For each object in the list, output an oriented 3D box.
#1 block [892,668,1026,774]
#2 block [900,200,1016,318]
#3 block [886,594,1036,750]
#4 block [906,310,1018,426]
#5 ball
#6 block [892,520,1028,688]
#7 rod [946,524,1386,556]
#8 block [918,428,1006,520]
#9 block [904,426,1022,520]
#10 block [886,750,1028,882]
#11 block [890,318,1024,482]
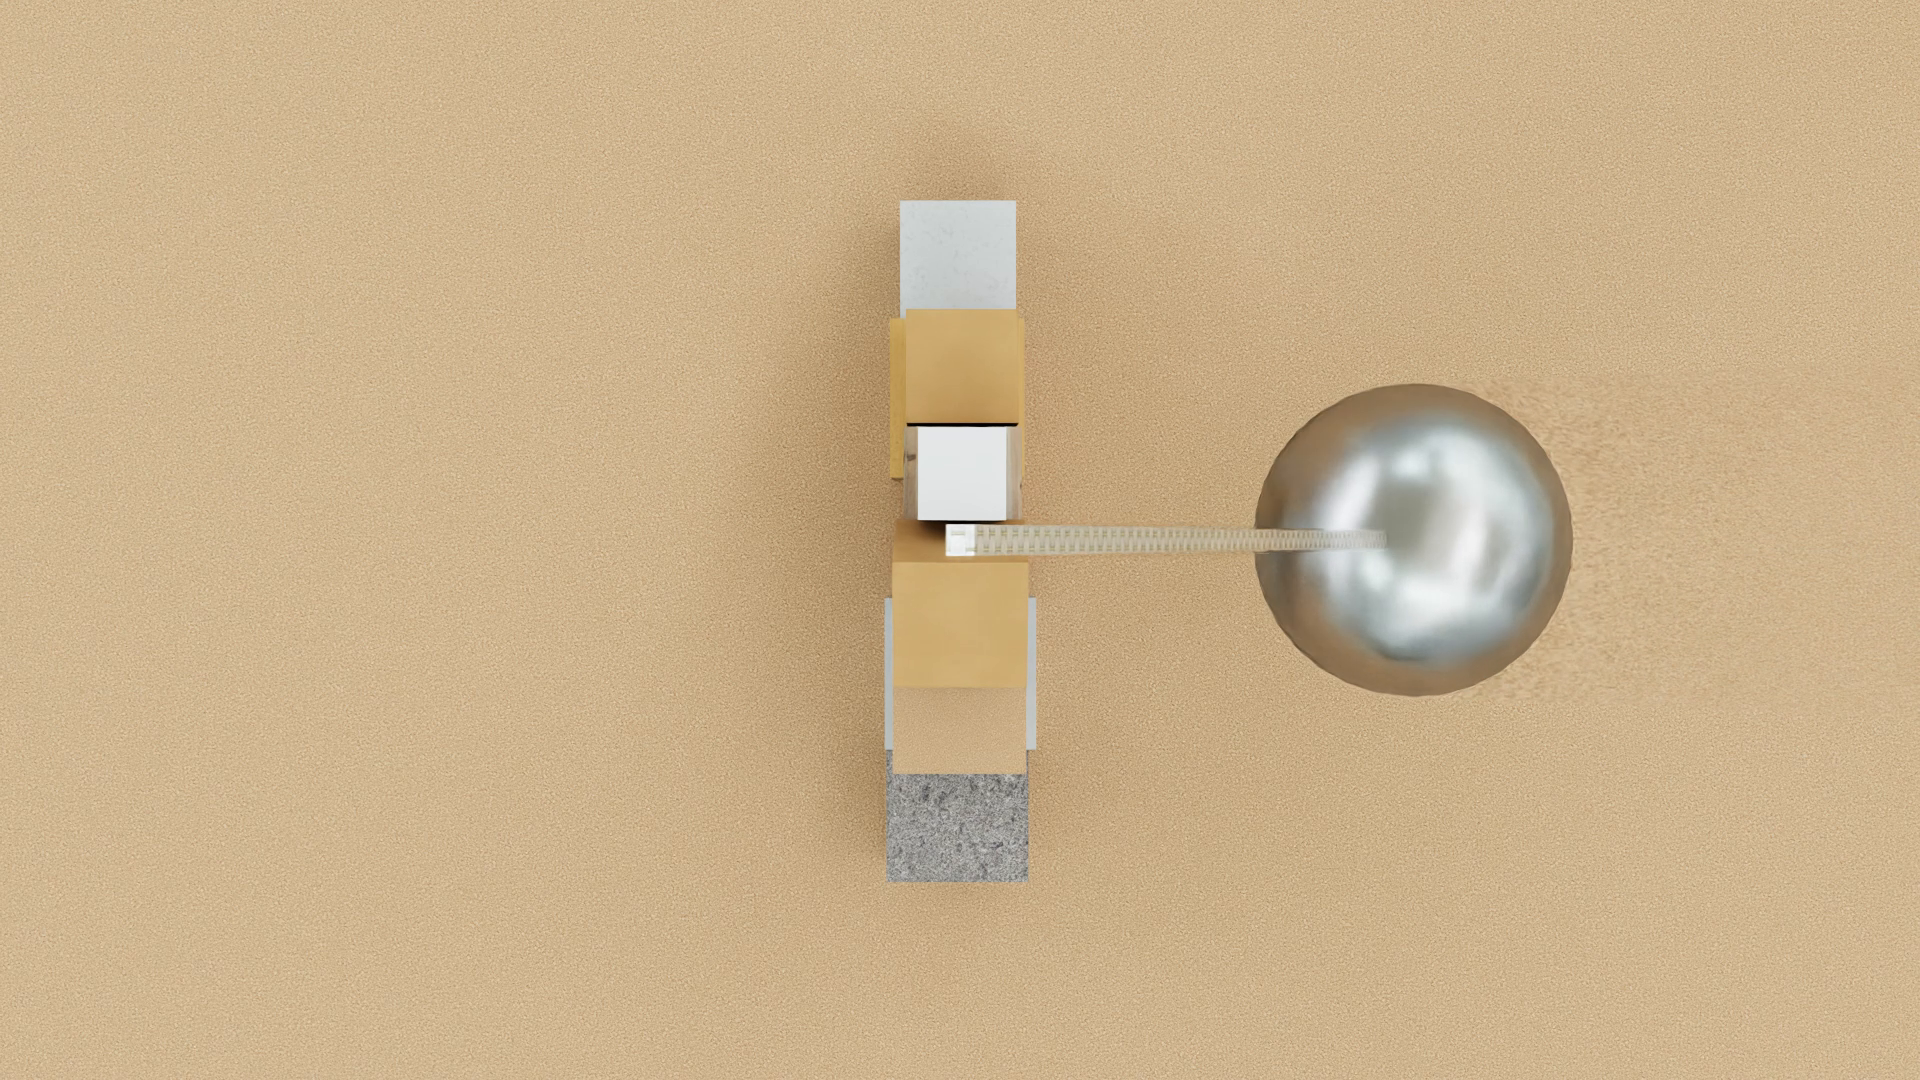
[{"bbox_3d":[-0.002,0.897,11.790,0.694,0.727,0.637,0,90,0],"label":"block"},{"bbox_3d":[-0.011,-1.572,12.678,0.650,0.643,0.670,0,90,0],"label":"block"},{"bbox_3d":[0.003,0.740,12.577,0.835,0.846,0.837,0,90,0],"label":"block"},{"bbox_3d":[0.013,-0.914,11.860,0.593,0.635,0.597,0,90,0],"label":"block"},{"bbox_3d":[2.295,0.000,11.199,1.600,1.600,1.600,0,90,0],"label":"ball"},{"bbox_3d":[0.002,0.313,11.183,0.667,0.712,0.655,0,108,0],"label":"block"},{"bbox_3d":[0.994,0.000,8.057,0.080,5.200,0.080,0,90,22],"label":"rod"},{"bbox_3d":[0.011,-0.336,11.232,0.440,0.477,0.463,0,91,0],"label":"block"},{"bbox_3d":[0.014,-0.267,11.825,0.617,0.707,0.663,0,91,0],"label":"block"},{"bbox_3d":[-0.014,1.537,12.625,0.790,0.751,0.739,0,90,0],"label":"block"},{"bbox_3d":[-0.015,-0.787,12.589,0.745,0.823,0.880,0,90,0],"label":"block"}]
